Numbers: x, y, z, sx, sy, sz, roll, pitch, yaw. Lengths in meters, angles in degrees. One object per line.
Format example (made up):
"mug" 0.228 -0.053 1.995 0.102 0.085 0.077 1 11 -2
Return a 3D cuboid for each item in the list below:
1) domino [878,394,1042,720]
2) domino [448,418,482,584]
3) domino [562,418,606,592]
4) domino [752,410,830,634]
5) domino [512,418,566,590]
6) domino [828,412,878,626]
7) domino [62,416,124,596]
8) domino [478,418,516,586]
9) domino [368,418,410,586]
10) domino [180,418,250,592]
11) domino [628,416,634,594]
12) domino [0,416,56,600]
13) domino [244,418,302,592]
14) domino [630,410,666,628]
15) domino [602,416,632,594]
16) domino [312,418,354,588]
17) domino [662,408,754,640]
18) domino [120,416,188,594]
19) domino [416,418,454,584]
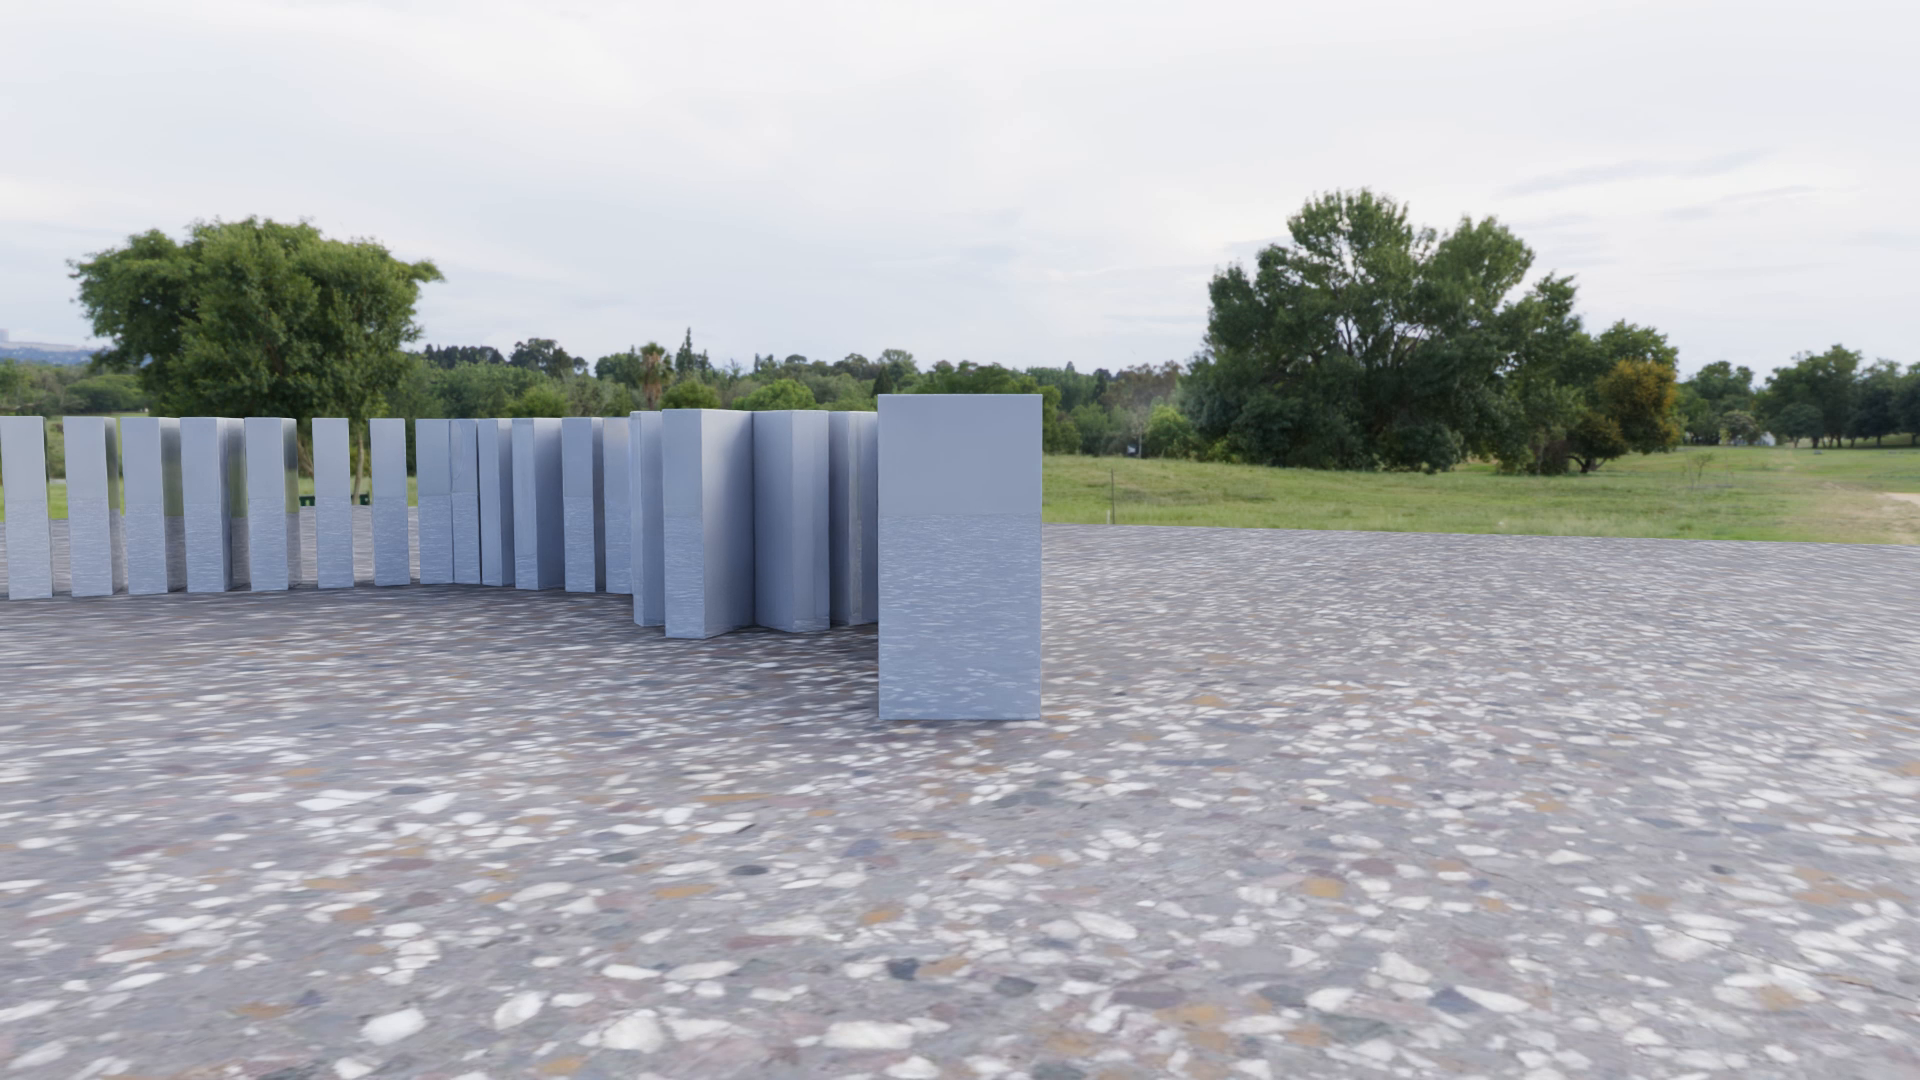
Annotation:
"domino" 0.000 0.002 0.201 0.025 0.050 0.010 0 4 0
"domino" -0.146 -0.013 0.401 0.010 0.050 0.025 1 5 18
"domino" -0.106 -0.011 0.379 0.009 0.050 0.025 1 4 14
"domino" -0.041 -0.005 0.299 0.010 0.050 0.025 -3 5 -37
"domino" -0.120 -0.011 0.384 0.009 0.050 0.025 3 5 31
"domino" -0.032 -0.006 0.310 0.025 0.050 0.009 4 6 43
"domino" -0.249 -0.010 0.369 0.009 0.050 0.025 -2 5 -27
"domino" -0.133 -0.012 0.393 0.010 0.050 0.025 3 5 35
"domino" -0.176 -0.012 0.396 0.009 0.050 0.025 -2 5 -26
"domino" -0.219 -0.011 0.378 0.009 0.050 0.025 -1 4 -13
"domino" -0.080 -0.010 0.364 0.025 0.050 0.010 -3 5 -34
"domino" -0.262 -0.010 0.361 0.009 0.050 0.025 -3 5 -33
"domino" -0.204 -0.011 0.382 0.010 0.050 0.025 -1 5 -19
"domino" -0.065 -0.005 0.306 0.025 0.050 0.010 -2 5 -28
"domino" -0.091 -0.011 0.374 0.009 0.050 0.025 2 5 27
"domino" -0.190 -0.012 0.388 0.010 0.050 0.025 -2 5 -27
"domino" -0.057 -0.004 0.290 0.009 0.050 0.025 1 4 16
"domino" -0.234 -0.011 0.374 0.009 0.050 0.025 -1 4 -17
"domino" -0.162 -0.013 0.401 0.010 0.050 0.025 -1 4 -12
